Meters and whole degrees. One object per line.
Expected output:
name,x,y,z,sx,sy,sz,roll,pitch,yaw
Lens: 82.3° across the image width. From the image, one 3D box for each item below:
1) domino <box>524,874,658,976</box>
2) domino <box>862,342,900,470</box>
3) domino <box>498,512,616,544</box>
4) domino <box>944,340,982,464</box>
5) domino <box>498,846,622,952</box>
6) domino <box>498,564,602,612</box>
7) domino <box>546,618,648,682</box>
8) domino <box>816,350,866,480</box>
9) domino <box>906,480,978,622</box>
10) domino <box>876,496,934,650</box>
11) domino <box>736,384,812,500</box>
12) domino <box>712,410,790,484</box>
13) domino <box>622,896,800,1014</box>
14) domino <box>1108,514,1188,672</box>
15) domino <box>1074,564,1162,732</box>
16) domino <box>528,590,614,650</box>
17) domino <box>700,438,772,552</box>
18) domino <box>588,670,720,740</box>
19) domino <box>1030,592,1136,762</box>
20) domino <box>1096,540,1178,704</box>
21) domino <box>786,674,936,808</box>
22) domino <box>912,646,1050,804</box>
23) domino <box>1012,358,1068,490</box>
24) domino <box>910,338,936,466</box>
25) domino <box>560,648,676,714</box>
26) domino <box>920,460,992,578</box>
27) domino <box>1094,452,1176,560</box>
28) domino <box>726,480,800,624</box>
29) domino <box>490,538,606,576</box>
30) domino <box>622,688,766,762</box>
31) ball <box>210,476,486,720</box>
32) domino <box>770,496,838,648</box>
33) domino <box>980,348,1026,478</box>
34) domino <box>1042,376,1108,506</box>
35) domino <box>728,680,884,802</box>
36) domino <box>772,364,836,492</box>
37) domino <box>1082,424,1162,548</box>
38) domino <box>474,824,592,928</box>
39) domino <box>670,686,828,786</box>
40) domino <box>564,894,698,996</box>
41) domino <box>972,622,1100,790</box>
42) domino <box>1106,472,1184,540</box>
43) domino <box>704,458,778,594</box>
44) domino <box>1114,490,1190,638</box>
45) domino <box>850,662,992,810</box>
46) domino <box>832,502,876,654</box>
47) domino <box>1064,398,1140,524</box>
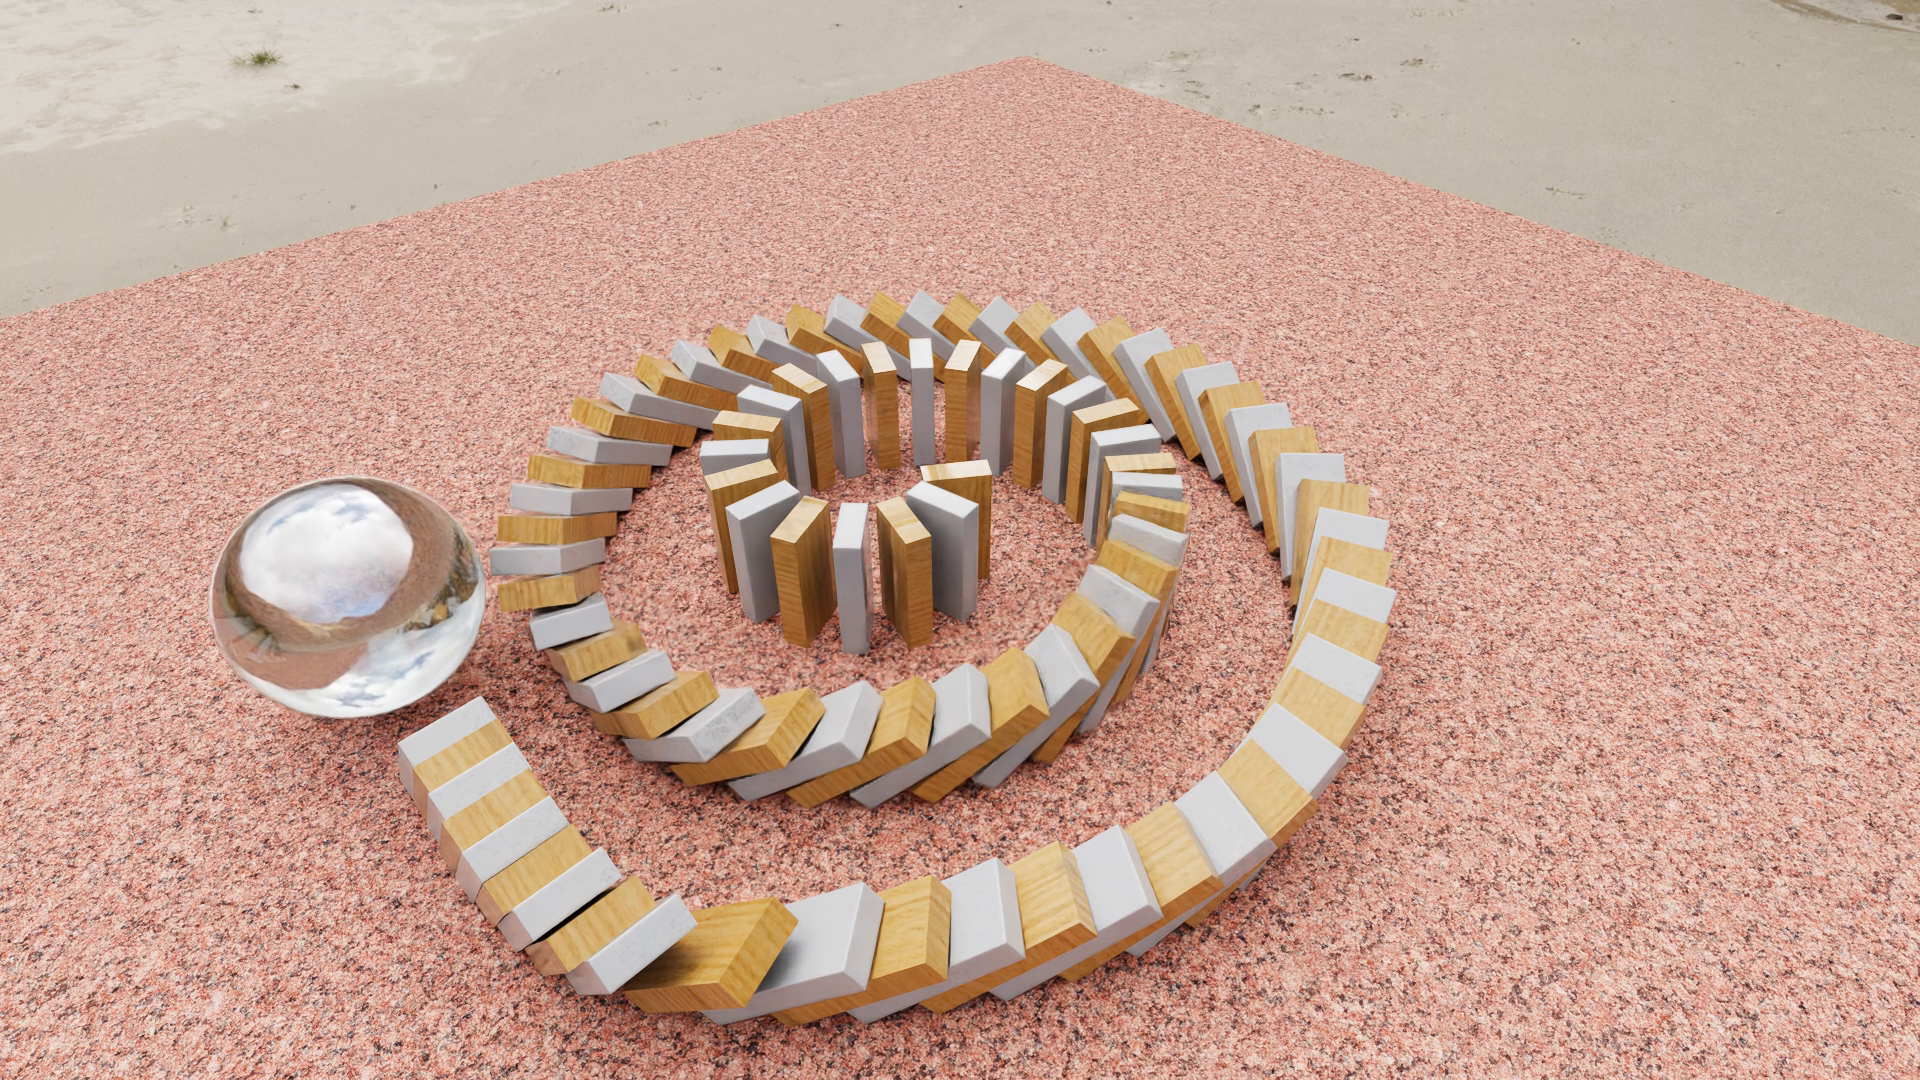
domino,-0.098,0.102,0.290,0.025,0.050,0.010,-34,87,-34
domino,-0.035,-0.058,0.483,0.009,0.050,0.025,-11,41,-13
domino,-0.156,-0.006,0.429,0.025,0.010,0.050,3,5,4
domino,0.002,-0.059,0.484,0.009,0.050,0.025,10,40,12
domino,-0.108,0.097,0.296,0.025,0.050,0.009,-33,86,-34
domino,-0.148,0.017,0.401,0.025,0.010,0.050,-7,4,-8
domino,-0.126,0.037,0.377,0.025,0.009,0.050,-23,10,-26
domino,-0.051,-0.054,0.478,0.010,0.050,0.025,-18,43,-21
domino,-0.006,0.005,0.406,0.025,0.050,0.009,24,45,26
domino,-0.020,0.012,0.396,0.009,0.050,0.025,-18,43,-21
domino,-0.077,-0.038,0.458,0.025,0.050,0.009,18,42,20
domino,-0.083,-0.027,0.445,0.025,0.050,0.009,9,40,11
domino,-0.065,0.108,0.286,0.050,0.010,0.025,-26,21,43
domino,0.061,0.019,0.389,0.025,0.050,0.009,21,22,24
domino,0.044,0.036,0.370,0.025,0.050,0.009,34,15,34
domino,-0.137,0.028,0.388,0.025,0.009,0.050,-16,7,-19
domino,-0.085,-0.016,0.431,0.025,0.050,0.009,-3,39,-3
domino,-0.100,0.053,0.357,0.025,0.009,0.050,-32,14,-33
domino,0.033,0.045,0.361,0.009,0.050,0.025,19,18,-48
domino,0.054,0.028,0.379,0.025,0.050,0.009,28,18,30
domino,-0.031,0.063,0.343,0.050,0.010,0.025,-29,30,28
domino,0.004,0.058,0.347,0.050,0.010,0.025,-40,35,21
domino,0.034,-0.049,0.472,0.010,0.050,0.025,25,45,27
domino,-0.017,-0.061,0.485,0.009,0.050,0.025,-2,39,-3
domino,-0.115,0.045,0.367,0.025,0.010,0.050,-26,11,-28
domino,-0.001,-0.006,0.419,0.025,0.050,0.010,-6,40,-8
domino,0.067,-0.010,0.423,0.025,0.050,0.009,-4,39,-4
domino,-0.070,0.005,0.405,0.025,0.050,0.010,-29,47,-30
domino,-0.154,0.006,0.415,0.025,0.009,0.050,-1,4,0
domino,-0.085,0.059,0.350,0.050,0.010,0.025,-13,20,50
ball,-0.201,0.019,0.365,0.080,0.080,0.080,0,39,0
domino,-0.055,0.012,0.397,0.009,0.050,0.025,14,41,17
domino,0.019,-0.055,0.479,0.010,0.050,0.025,18,42,20
domino,0.048,-0.042,0.462,0.025,0.050,0.010,-30,48,-31
domino,-0.048,0.063,0.344,0.050,0.009,0.025,-25,28,31
domino,-0.066,-0.048,0.469,0.009,0.050,0.025,-32,49,-33
domino,0.064,-0.021,0.437,0.025,0.050,0.009,-9,40,-11
domino,-0.117,0.093,0.301,0.025,0.050,0.009,-34,86,-33
domino,-0.067,0.062,0.345,0.050,0.010,0.025,-19,24,40
domino,-0.087,0.106,0.286,0.025,0.050,0.010,-34,87,-34
domino,0.020,0.053,0.352,0.009,0.050,0.025,29,22,-38
domino,0.068,0.000,0.411,0.025,0.050,0.009,4,31,5
domino,-0.080,-0.005,0.417,0.025,0.050,0.009,-17,42,-20
domino,0.066,0.009,0.400,0.025,0.050,0.010,13,26,15
domino,-0.013,0.061,0.344,0.050,0.010,0.025,-35,32,24
domino,-0.038,0.014,0.394,0.009,0.050,0.025,1,39,2
domino,0.058,-0.032,0.450,0.025,0.050,0.009,-16,42,-19
